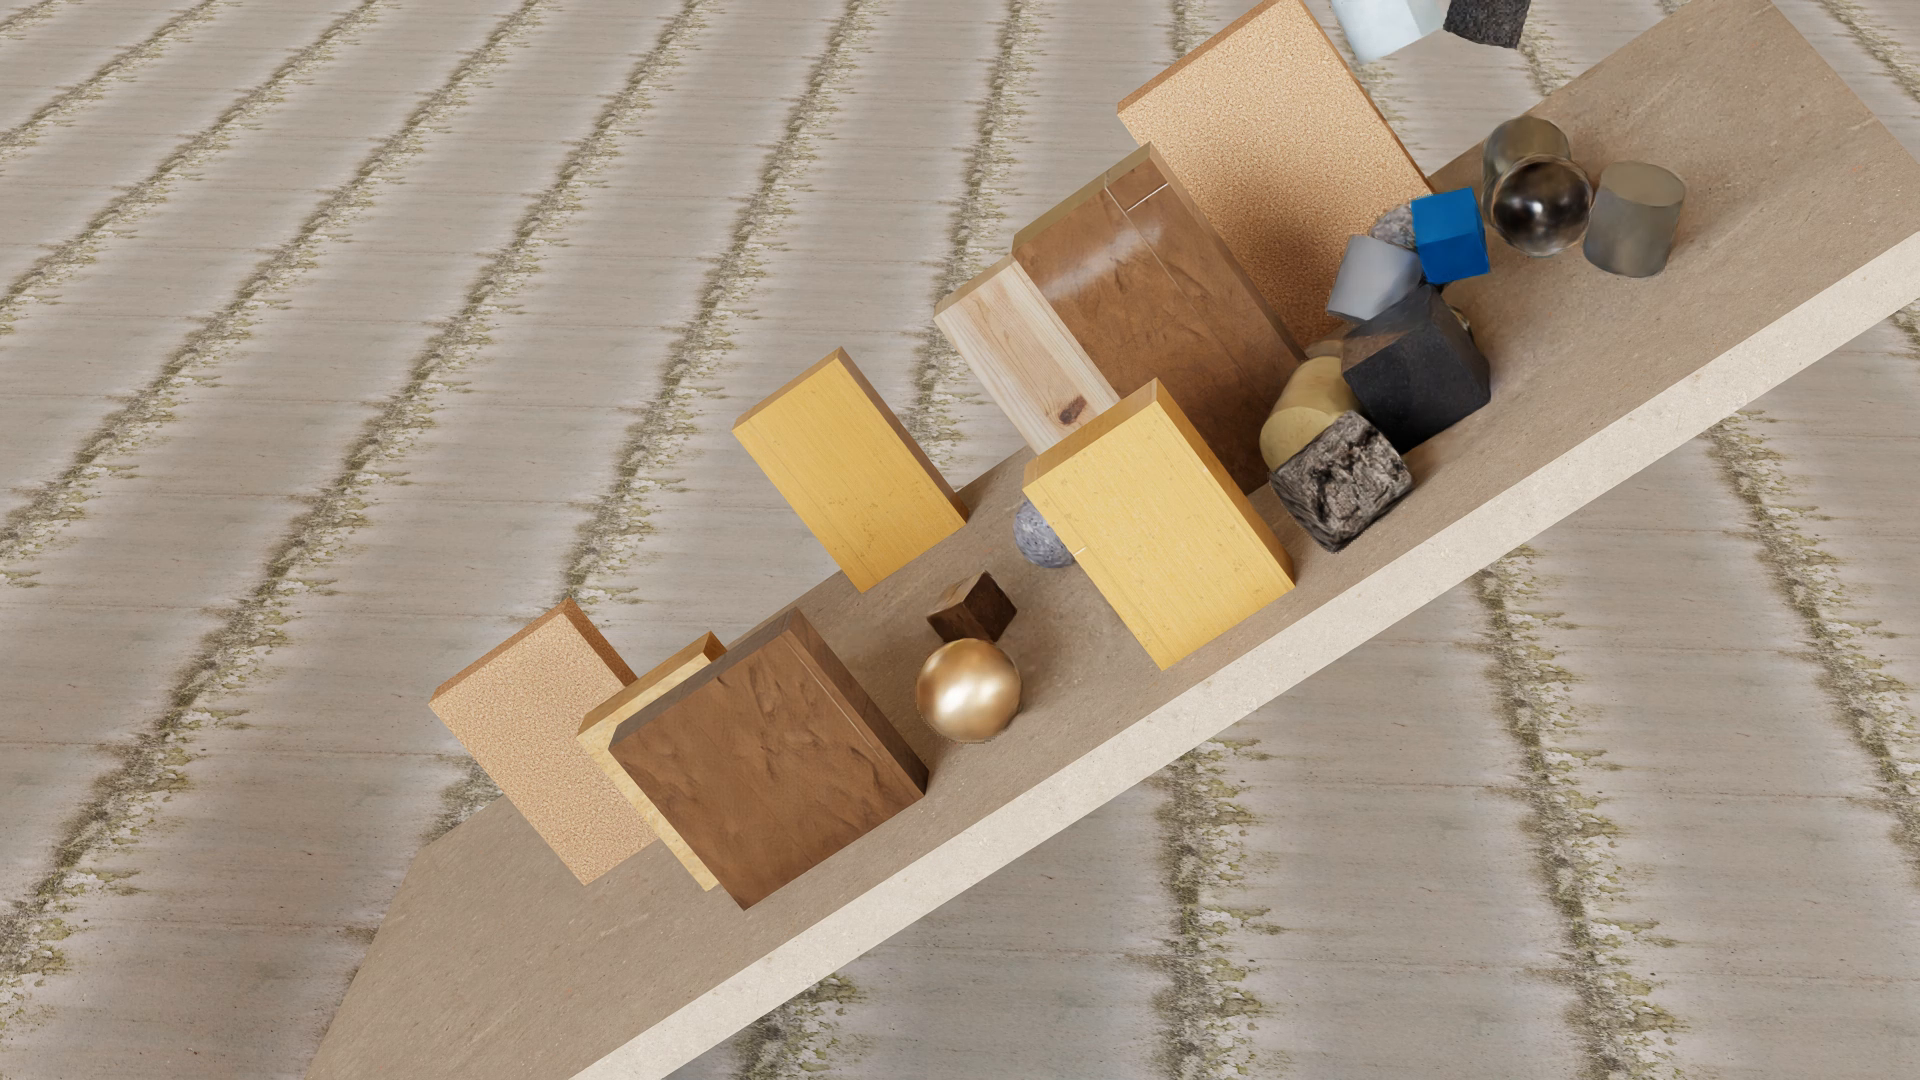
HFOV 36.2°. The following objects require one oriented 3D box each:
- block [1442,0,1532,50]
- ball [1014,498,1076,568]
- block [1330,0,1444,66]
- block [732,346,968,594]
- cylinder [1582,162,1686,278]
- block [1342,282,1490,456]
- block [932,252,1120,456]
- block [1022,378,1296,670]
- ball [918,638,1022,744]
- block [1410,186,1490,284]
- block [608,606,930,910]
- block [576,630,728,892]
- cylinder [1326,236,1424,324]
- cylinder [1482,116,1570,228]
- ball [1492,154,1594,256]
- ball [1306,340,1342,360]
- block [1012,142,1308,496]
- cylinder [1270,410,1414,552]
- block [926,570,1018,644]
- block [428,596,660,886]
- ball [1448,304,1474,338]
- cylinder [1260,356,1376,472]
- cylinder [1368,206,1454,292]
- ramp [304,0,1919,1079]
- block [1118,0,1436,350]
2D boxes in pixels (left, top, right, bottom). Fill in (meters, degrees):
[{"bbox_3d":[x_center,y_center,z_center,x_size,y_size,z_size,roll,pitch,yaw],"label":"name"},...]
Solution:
[{"bbox_3d":[1.041,-1.040,5.804,0.107,0.107,0.107,2,22,-31],"label":"block"},{"bbox_3d":[0.197,-0.023,6.237,0.168,0.168,0.168,0,22,0],"label":"ball"},{"bbox_3d":[0.923,-1.135,6.335,0.154,0.154,0.154,-23,7,34],"label":"block"},{"bbox_3d":[-0.259,-0.164,7.018,0.316,0.510,0.090,-34,16,16],"label":"block"},{"bbox_3d":[1.239,-0.590,5.412,0.155,0.155,0.155,4,38,-3],"label":"cylinder"},{"bbox_3d":[0.860,-0.324,5.553,0.199,0.199,0.199,-32,17,21],"label":"block"},{"bbox_3d":[0.199,-0.401,6.691,0.272,0.498,0.111,-34,16,16],"label":"block"},{"bbox_3d":[0.364,-0.027,5.366,0.295,0.438,0.129,-34,16,16],"label":"block"},{"bbox_3d":[0.018,0.291,5.676,0.202,0.202,0.202,0,22,0],"label":"ball"},{"bbox_3d":[0.929,-0.574,5.568,0.117,0.117,0.117,-12,50,15],"label":"block"},{"bbox_3d":[-0.370,0.429,5.721,0.446,0.430,0.110,-34,16,16],"label":"block"},{"bbox_3d":[-0.511,0.451,5.979,0.329,0.426,0.109,-34,16,16],"label":"block"},{"bbox_3d":[0.812,-0.497,5.738,0.154,0.154,0.154,19,2,-1],"label":"cylinder"},{"bbox_3d":[1.164,-0.745,6.046,0.179,0.179,0.179,3,41,8],"label":"cylinder"},{"bbox_3d":[1.161,-0.667,5.857,0.203,0.203,0.203,0,22,0],"label":"ball"},{"bbox_3d":[0.759,-0.351,6.017,0.115,0.115,0.115,0,22,0],"label":"ball"},{"bbox_3d":[0.439,-0.413,5.841,0.330,0.682,0.130,-34,16,16],"label":"block"},{"bbox_3d":[0.692,-0.106,5.334,0.185,0.185,0.185,-39,30,-4],"label":"cylinder"},{"bbox_3d":[0.025,0.157,6.208,0.115,0.115,0.115,-24,21,42],"label":"block"},{"bbox_3d":[-0.846,0.449,6.505,0.386,0.547,0.087,-34,16,16],"label":"block"},{"bbox_3d":[0.928,-0.393,5.717,0.137,0.137,0.137,0,22,0],"label":"ball"},{"bbox_3d":[0.695,-0.224,5.660,0.189,0.189,0.189,9,37,21],"label":"cylinder"},{"bbox_3d":[0.919,-0.581,5.956,0.138,0.138,0.138,-23,43,23],"label":"cylinder"},{"bbox_3d":[0.132,0.177,6.316,4.000,0.100,2.000,-34,16,16],"label":"ramp"},{"bbox_3d":[0.715,-0.792,6.340,0.447,0.665,0.106,-34,16,16],"label":"block"}]
